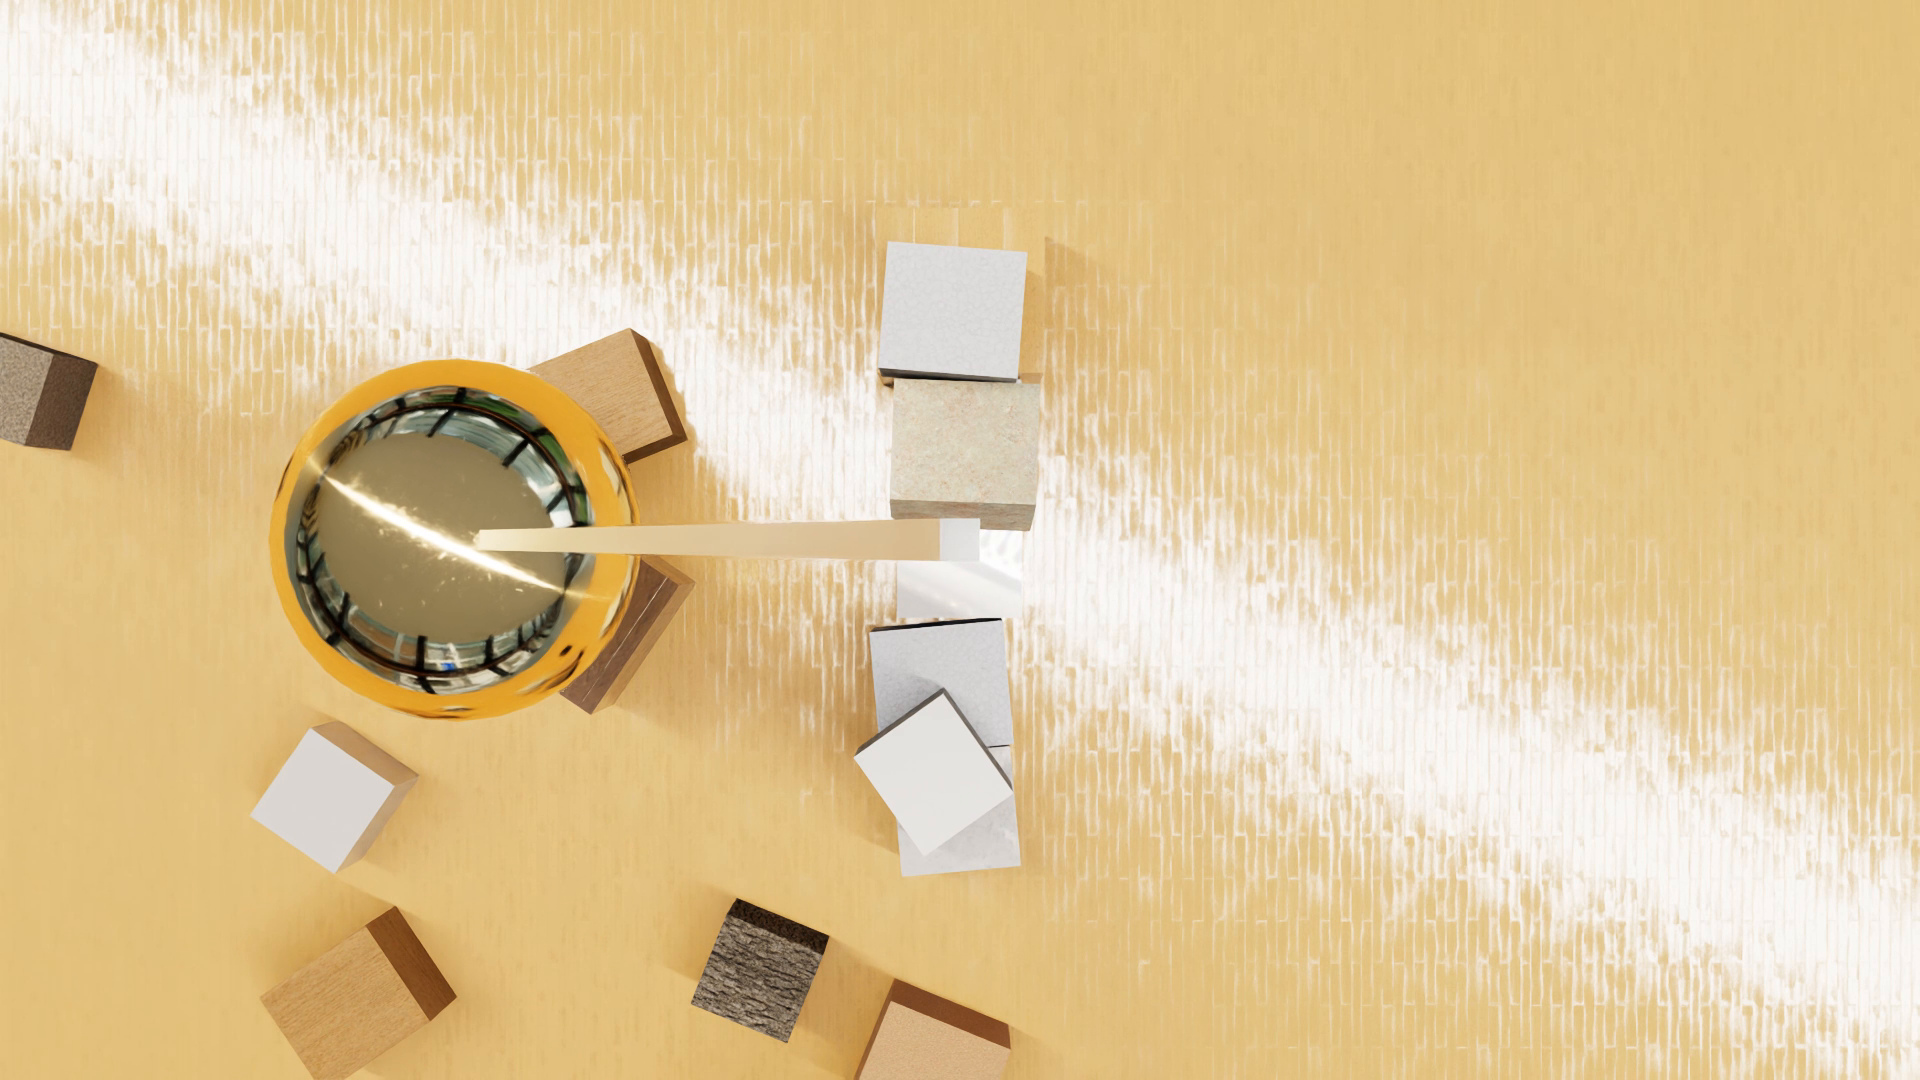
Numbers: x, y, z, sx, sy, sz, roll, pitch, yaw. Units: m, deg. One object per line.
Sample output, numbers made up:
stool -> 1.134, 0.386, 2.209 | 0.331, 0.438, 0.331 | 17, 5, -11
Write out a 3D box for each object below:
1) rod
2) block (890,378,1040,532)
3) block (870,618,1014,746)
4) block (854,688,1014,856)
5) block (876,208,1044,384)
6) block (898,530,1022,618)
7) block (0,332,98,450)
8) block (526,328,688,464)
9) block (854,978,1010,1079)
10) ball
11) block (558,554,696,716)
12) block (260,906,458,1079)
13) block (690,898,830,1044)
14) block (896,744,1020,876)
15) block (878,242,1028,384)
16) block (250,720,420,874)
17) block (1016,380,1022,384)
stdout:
rod -> -0.957, 0.000, 6.524 | 0.080, 5.200, 0.080 | 0, 90, -22
block -> 0.021, -0.454, 12.002 | 0.777, 0.696, 0.659 | 2, 78, 0
block -> -0.103, 0.830, 12.652 | 0.750, 0.695, 0.695 | -5, 90, 0
block -> -0.141, 1.252, 11.989 | 0.584, 0.582, 0.648 | -35, 90, 0
block -> 0.003, -1.369, 12.526 | 0.920, 0.949, 0.903 | 0, 90, 0
block -> -0.004, 0.105, 12.655 | 0.697, 0.691, 0.659 | 0, 90, 0
block -> -5.461, -0.878, 12.676 | 0.602, 0.647, 0.544 | 18, 90, 0
block -> -2.079, -0.748, 12.648 | 0.758, 0.705, 0.646 | -22, 90, 0
block -> -0.176, 3.034, 12.675 | 0.729, 0.650, 0.665 | 22, 90, 0
ball -> -2.208, 0.000, 9.685 | 1.600, 1.600, 1.600 | 0, 90, 0
block -> -2.104, 0.404, 12.589 | 0.735, 0.822, 0.870 | 34, 90, 0
block -> -3.453, 2.633, 12.666 | 0.722, 0.669, 0.652 | -34, 90, 0
block -> -1.148, 2.482, 12.717 | 0.594, 0.566, 0.549 | 22, 90, 0
block -> -0.023, 1.516, 12.640 | 0.668, 0.720, 0.671 | -5, 90, 0
block -> -0.038, -1.194, 11.732 | 0.726, 0.639, 0.658 | 4, 90, 0
block -> -3.604, 1.474, 12.712 | 0.582, 0.576, 0.602 | 35, 90, 0
block -> 0.019, -0.571, 12.703 | 0.654, 0.593, 0.671 | 0, 90, 0
